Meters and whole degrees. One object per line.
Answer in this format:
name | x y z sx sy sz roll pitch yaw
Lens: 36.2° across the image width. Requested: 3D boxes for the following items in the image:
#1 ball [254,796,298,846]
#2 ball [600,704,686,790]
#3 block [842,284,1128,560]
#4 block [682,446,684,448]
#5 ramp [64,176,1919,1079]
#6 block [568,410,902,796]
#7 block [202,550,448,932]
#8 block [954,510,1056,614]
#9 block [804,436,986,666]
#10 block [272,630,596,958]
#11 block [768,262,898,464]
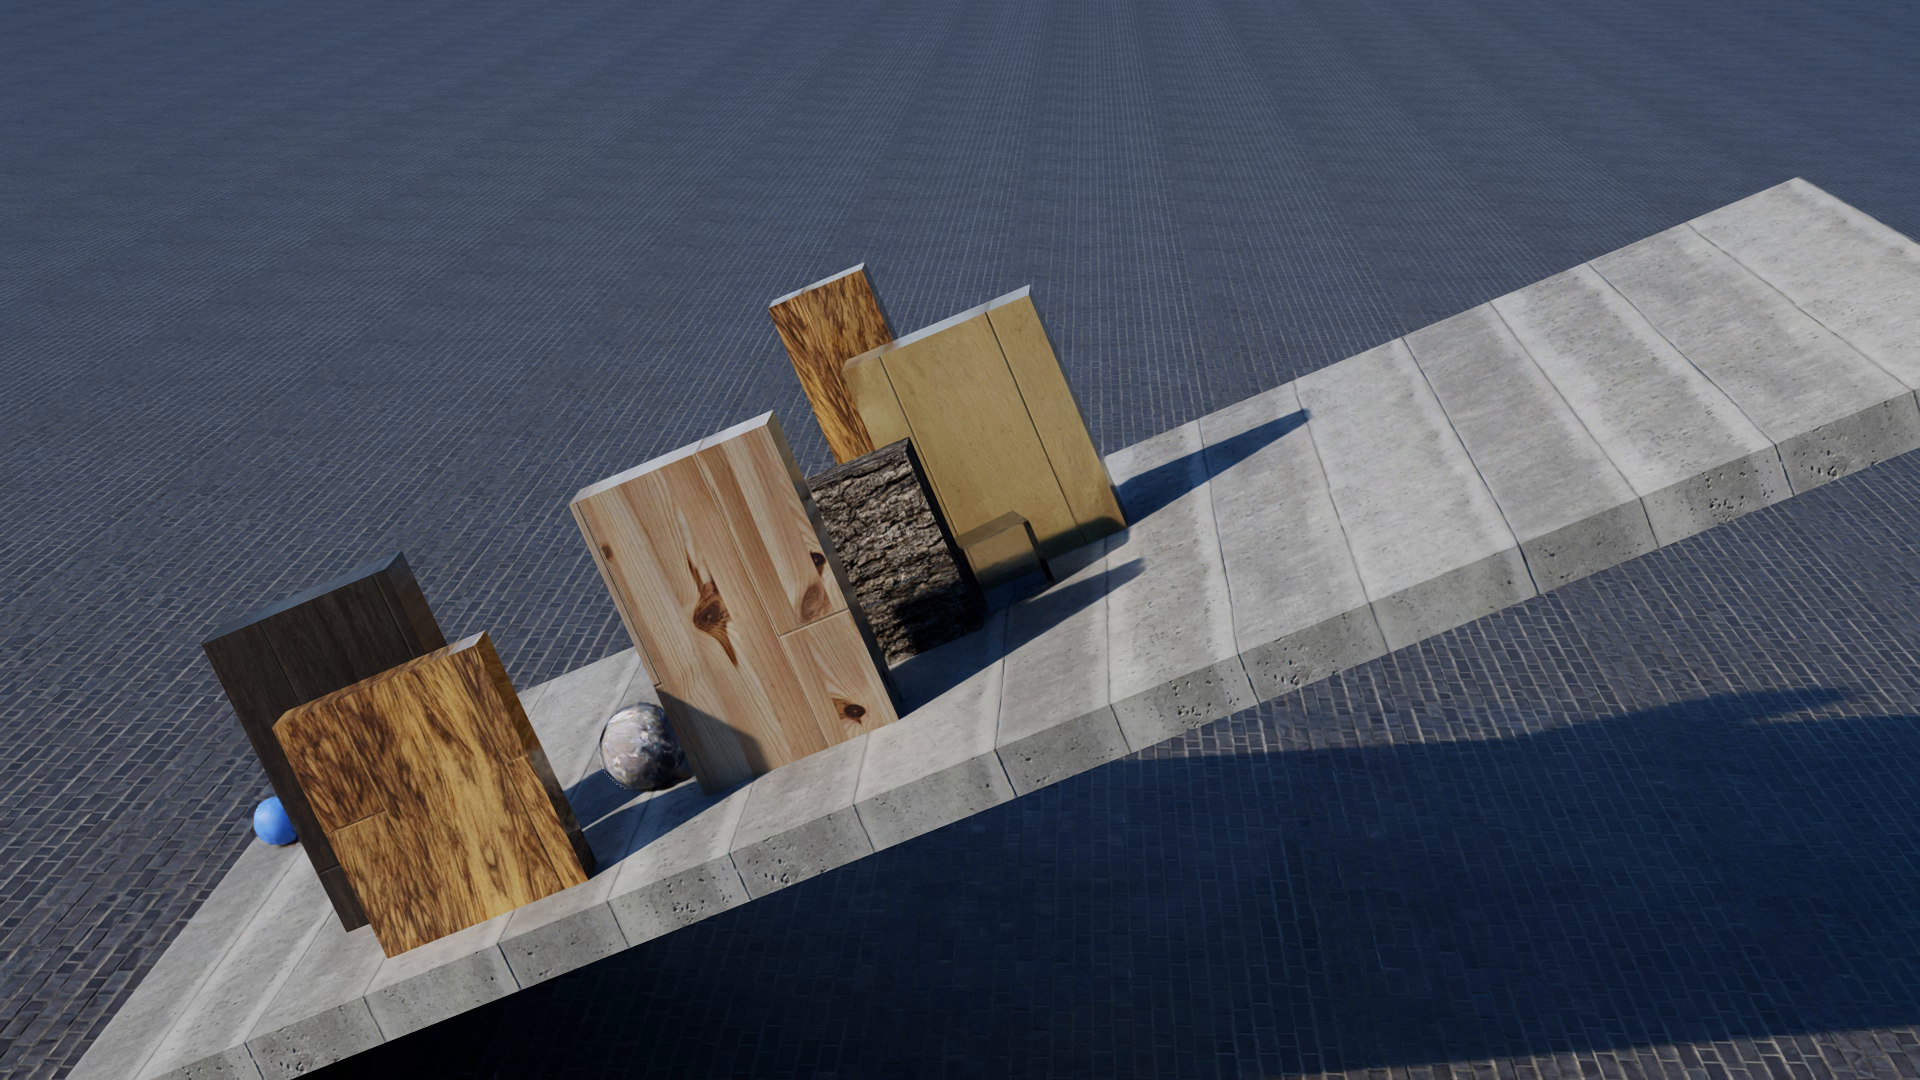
ball | -1.599 0.659 6.904 0.117 0.117 0.117 0 14 0
ball | -0.649 0.422 6.017 0.176 0.176 0.176 0 14 0
block | 0.058 -0.212 6.477 0.441 0.560 0.135 -22 12 8
block | -0.601 0.024 6.898 0.380 0.473 0.112 -22 12 8
ramp | 0.128 0.172 6.287 4.000 0.100 2.000 -22 12 8
block | -0.434 0.126 5.773 0.418 0.641 0.131 -22 12 8
block | -1.180 0.408 5.923 0.406 0.657 0.143 -22 12 8
block | 0.091 0.047 6.287 0.152 0.152 0.152 -25 12 -7
block | -0.210 0.056 6.197 0.393 0.411 0.145 -22 12 8
block | -1.000 0.488 5.615 0.427 0.504 0.100 -22 12 8
block | -0.206 -0.300 7.044 0.242 0.681 0.109 -22 12 8
